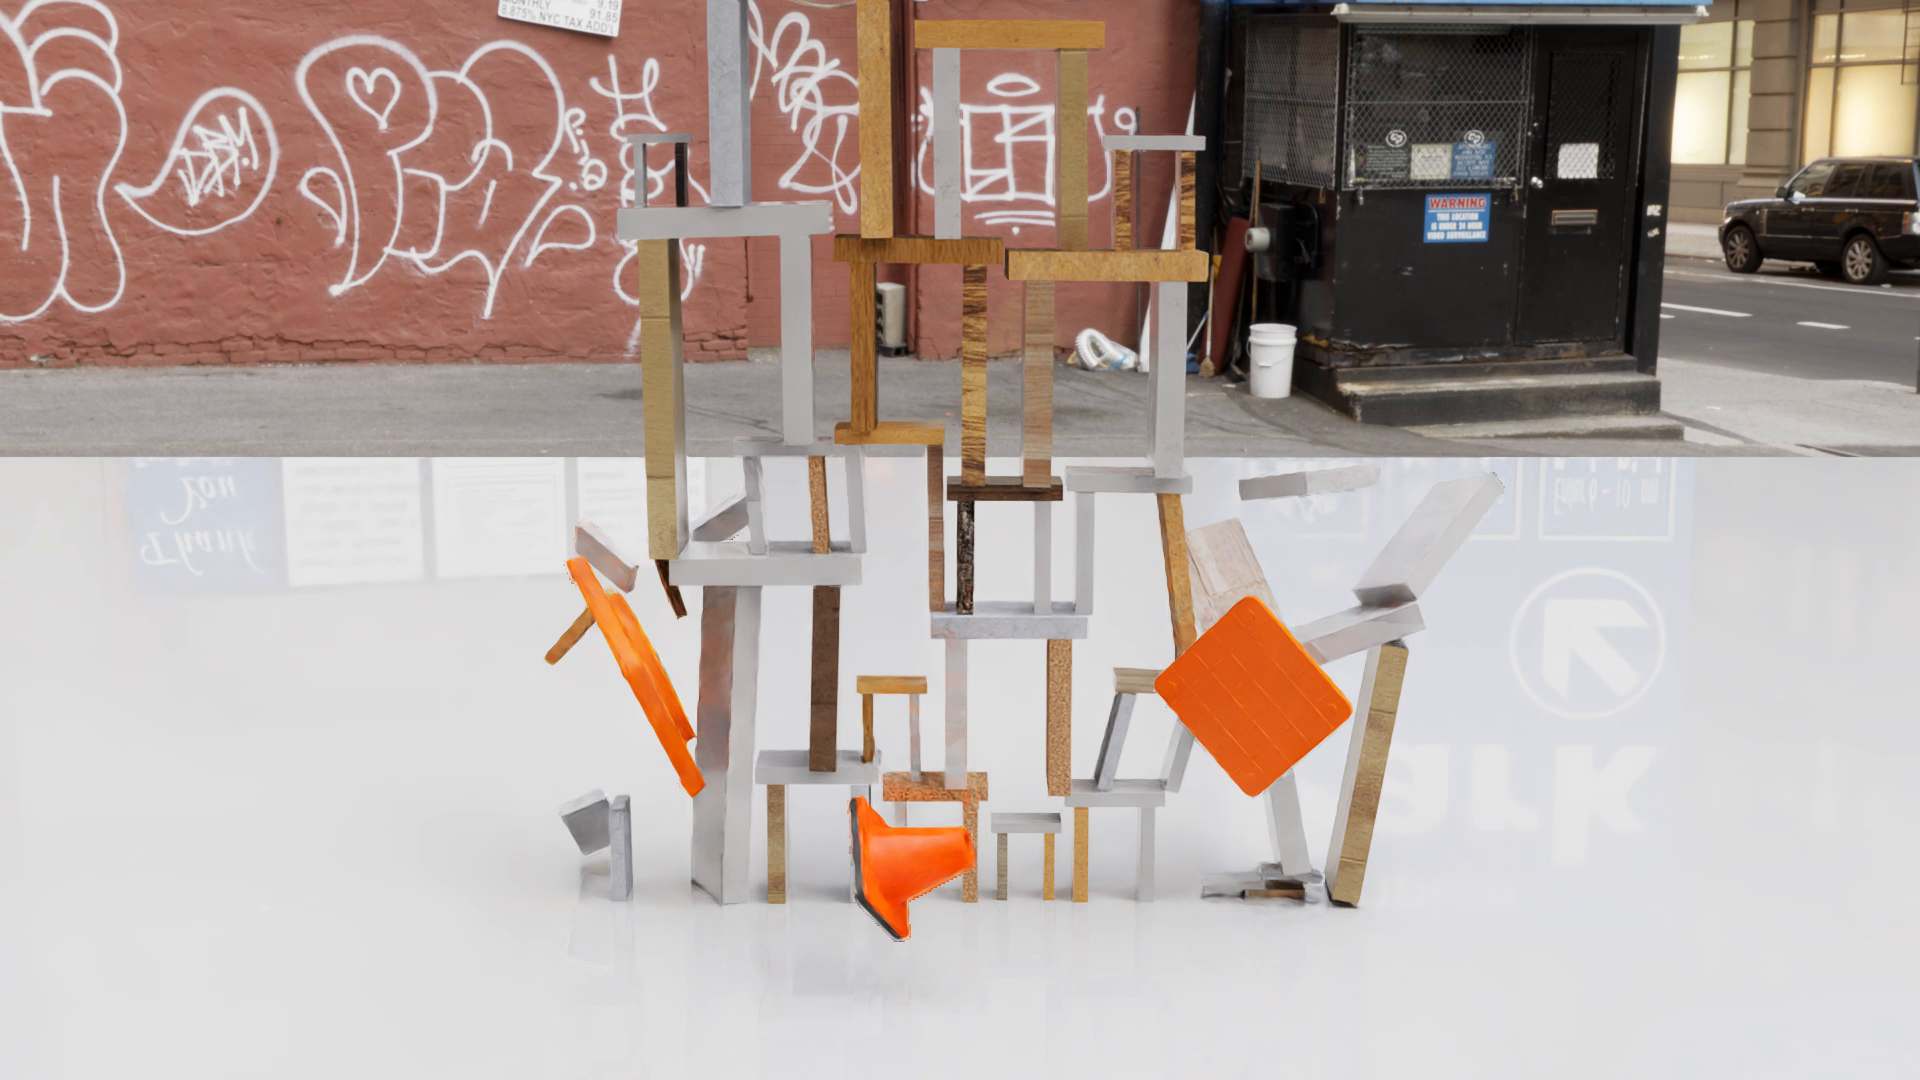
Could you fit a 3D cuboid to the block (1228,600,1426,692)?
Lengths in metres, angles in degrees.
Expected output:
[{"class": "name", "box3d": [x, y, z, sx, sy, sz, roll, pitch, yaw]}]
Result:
[{"class": "block", "box3d": [0.602, 0.165, 3.626, 0.313, 0.044, 0.157, -20, 5, 7]}]

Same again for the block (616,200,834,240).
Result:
[{"class": "block", "box3d": [-0.366, -0.505, 3.466, 0.325, 0.046, 0.162, -2, 11, 0]}]

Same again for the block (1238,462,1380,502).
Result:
[{"class": "block", "box3d": [0.606, -0.100, 3.838, 0.135, 0.038, 0.271, -7, 1, -17]}]

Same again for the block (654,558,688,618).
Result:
[{"class": "block", "box3d": [-0.490, 0.063, 3.679, 0.018, 0.129, 0.064, -22, 41, -11]}]

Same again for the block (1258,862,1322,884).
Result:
[{"class": "block", "box3d": [0.549, 0.554, 3.665, 0.101, 0.014, 0.050, 7, 4, 1]}]

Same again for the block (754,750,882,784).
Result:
[{"class": "block", "box3d": [-0.232, 0.375, 3.633, 0.203, 0.029, 0.102, 0, 11, 0]}]

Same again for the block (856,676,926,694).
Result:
[{"class": "block", "box3d": [-0.112, 0.238, 3.613, 0.115, 0.016, 0.058, 0, 10, -1]}]

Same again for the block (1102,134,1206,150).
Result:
[{"class": "block", "box3d": [0.303, -0.625, 3.459, 0.157, 0.022, 0.078, 1, 10, 0]}]

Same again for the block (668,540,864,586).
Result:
[{"class": "block", "box3d": [-0.311, 0.037, 3.567, 0.307, 0.043, 0.153, 0, 11, -2]}]

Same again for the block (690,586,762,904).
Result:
[{"class": "block", "box3d": [-0.389, 0.320, 3.643, 0.043, 0.539, 0.153, -1, 10, -27]}]

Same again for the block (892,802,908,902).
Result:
[{"class": "block", "box3d": [-0.098, 0.505, 3.654, 0.024, 0.173, 0.086, 0, 11, 0]}]

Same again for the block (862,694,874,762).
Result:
[{"class": "block", "box3d": [-0.151, 0.303, 3.624, 0.016, 0.115, 0.058, 0, 11, -1]}]

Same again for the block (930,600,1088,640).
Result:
[{"class": "block", "box3d": [0.079, 0.130, 3.587, 0.252, 0.036, 0.126, 0, 10, 0]}]

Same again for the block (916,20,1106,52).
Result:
[{"class": "block", "box3d": [0.075, -0.785, 3.425, 0.290, 0.041, 0.145, 0, 10, -1]}]

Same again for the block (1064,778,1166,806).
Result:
[{"class": "block", "box3d": [0.253, 0.418, 3.636, 0.164, 0.023, 0.082, 0, 10, 0]}]

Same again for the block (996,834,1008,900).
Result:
[{"class": "block", "box3d": [0.070, 0.534, 3.655, 0.016, 0.116, 0.058, 0, 11, 0]}]

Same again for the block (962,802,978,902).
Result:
[{"class": "block", "box3d": [0.017, 0.505, 3.654, 0.024, 0.173, 0.086, 0, 10, 0]}]

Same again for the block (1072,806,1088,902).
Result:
[{"class": "block", "box3d": [0.199, 0.510, 3.652, 0.023, 0.164, 0.082, 0, 10, 0]}]

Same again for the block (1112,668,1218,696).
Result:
[{"class": "block", "box3d": [0.335, 0.233, 3.614, 0.165, 0.023, 0.082, 3, 9, -1]}]

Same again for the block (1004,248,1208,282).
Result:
[{"class": "block", "box3d": [0.229, -0.437, 3.487, 0.310, 0.044, 0.155, 0, 10, -1]}]

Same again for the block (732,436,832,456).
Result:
[{"class": "block", "box3d": [-0.284, -0.150, 3.523, 0.157, 0.022, 0.078, 0, 9, -2]}]

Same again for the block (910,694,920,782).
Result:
[{"class": "block", "box3d": [-0.075, 0.320, 3.631, 0.016, 0.150, 0.058, -1, 10, -2]}]

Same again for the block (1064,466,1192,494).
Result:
[{"class": "block", "box3d": [0.271, -0.098, 3.553, 0.199, 0.028, 0.099, 1, 10, 0]}]

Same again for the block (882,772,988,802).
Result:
[{"class": "block", "box3d": [-0.041, 0.407, 3.637, 0.173, 0.024, 0.086, 0, 10, 0]}]

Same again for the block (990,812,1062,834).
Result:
[{"class": "block", "box3d": [0.109, 0.468, 3.643, 0.116, 0.016, 0.058, 0, 11, 0]}]

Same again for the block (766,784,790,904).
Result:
[{"class": "block", "box3d": [-0.301, 0.489, 3.653, 0.029, 0.203, 0.102, 0, 11, 0]}]

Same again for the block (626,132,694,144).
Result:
[{"class": "block", "box3d": [-0.469, -0.629, 3.442, 0.098, 0.014, 0.049, -1, 11, -2]}]

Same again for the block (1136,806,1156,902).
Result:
[{"class": "block", "box3d": [0.308, 0.510, 3.653, 0.023, 0.164, 0.082, 0, 10, 0]}]

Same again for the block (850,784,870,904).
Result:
[{"class": "block", "box3d": [-0.165, 0.489, 3.653, 0.029, 0.203, 0.102, 1, 11, 0]}]

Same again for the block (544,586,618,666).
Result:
[{"class": "block", "box3d": [-0.667, 0.152, 3.869, 0.159, 0.023, 0.080, -45, 4, 34]}]

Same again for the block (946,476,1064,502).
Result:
[{"class": "block", "box3d": [0.071, -0.083, 3.545, 0.186, 0.026, 0.093, 0, 10, 0]}]

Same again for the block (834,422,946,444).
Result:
[{"class": "block", "box3d": [-0.111, -0.172, 3.536, 0.176, 0.025, 0.088, 0, 10, 1]}]

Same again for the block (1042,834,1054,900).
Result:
[{"class": "block", "box3d": [0.147, 0.534, 3.655, 0.016, 0.116, 0.058, 0, 11, 0]}]

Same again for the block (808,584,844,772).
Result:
[{"class": "block", "box3d": [-0.218, 0.209, 3.601, 0.043, 0.307, 0.153, 2, 11, -1]}]

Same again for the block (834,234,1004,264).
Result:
[{"class": "block", "box3d": [-0.064, -0.460, 3.478, 0.264, 0.037, 0.132, 1, 10, 0]}]
